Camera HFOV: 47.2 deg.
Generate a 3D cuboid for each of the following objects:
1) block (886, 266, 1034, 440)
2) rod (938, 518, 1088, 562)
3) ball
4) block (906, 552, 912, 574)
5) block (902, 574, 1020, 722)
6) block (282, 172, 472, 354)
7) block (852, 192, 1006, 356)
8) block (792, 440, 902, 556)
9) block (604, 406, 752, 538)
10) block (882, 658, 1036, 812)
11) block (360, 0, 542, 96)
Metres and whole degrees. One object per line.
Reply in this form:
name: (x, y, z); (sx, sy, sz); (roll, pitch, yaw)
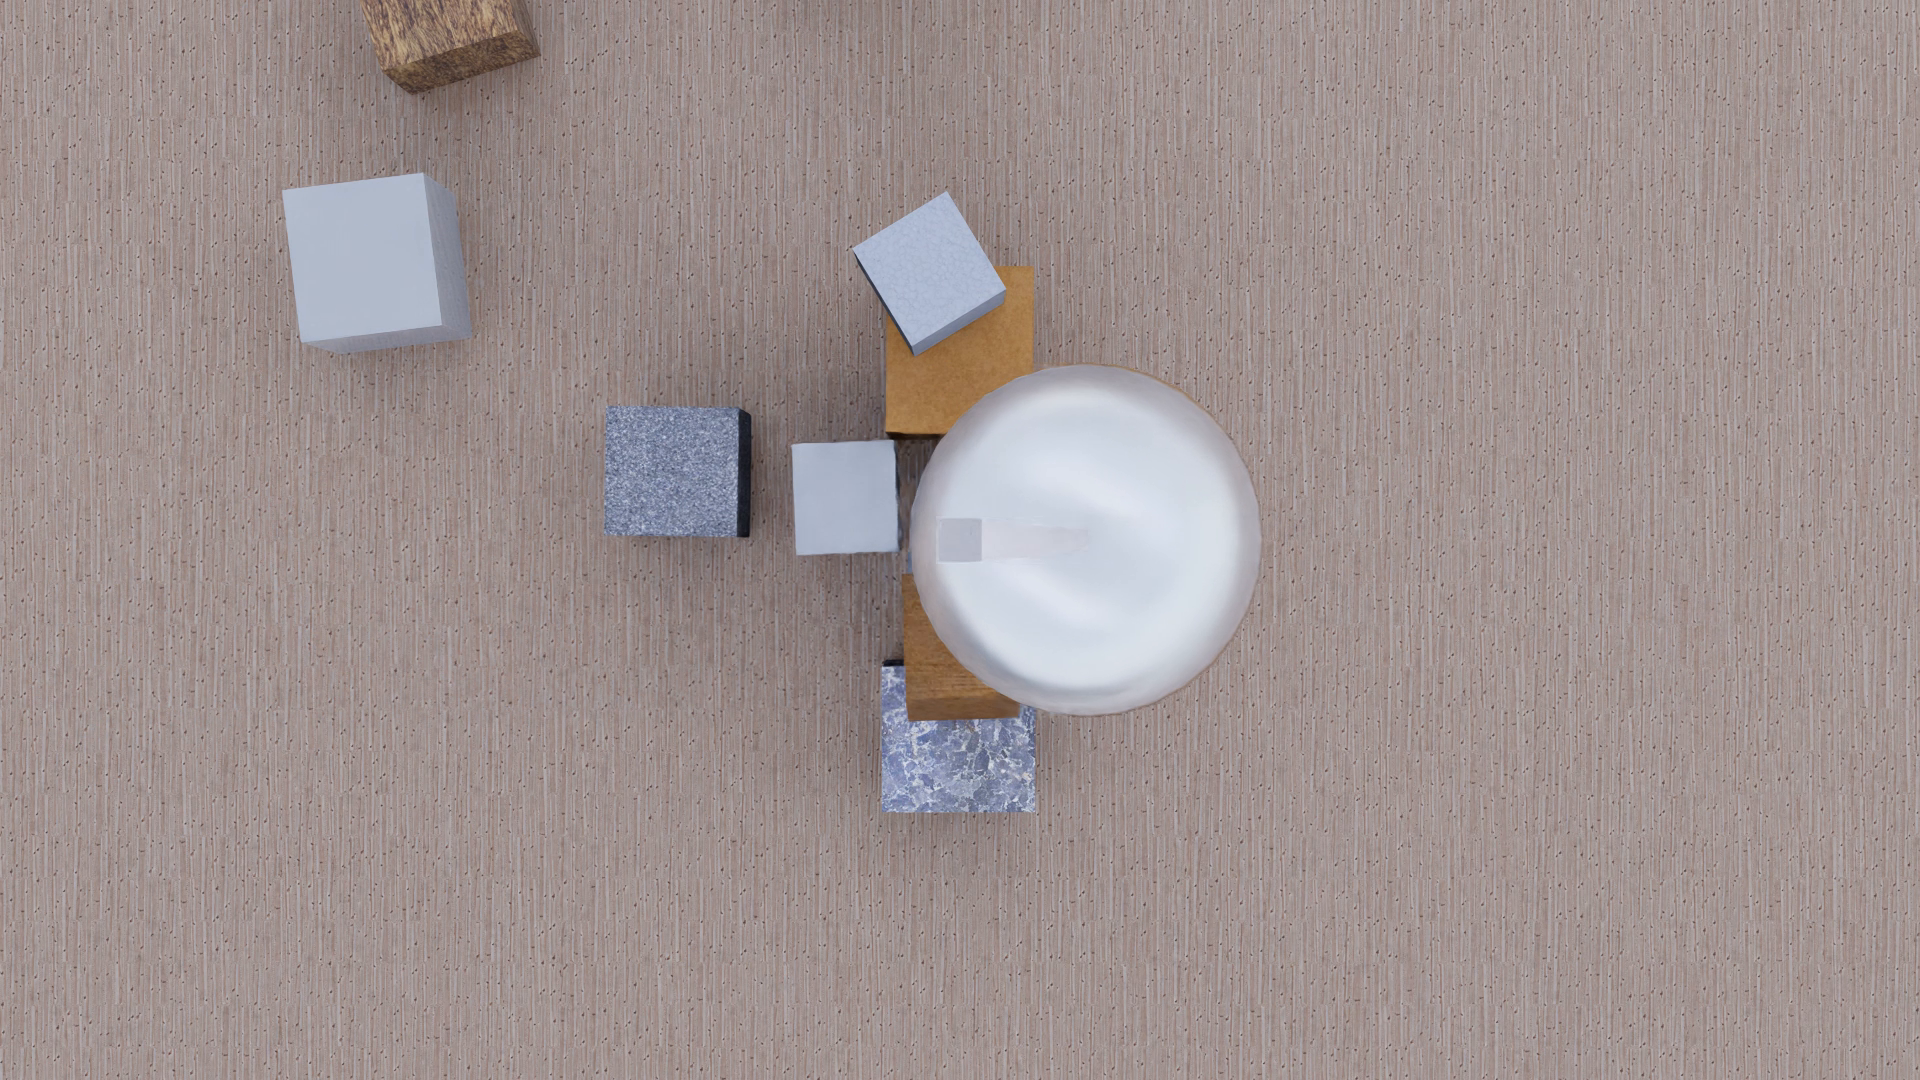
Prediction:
block: (0.000, -1.053, 12.573); (0.809, 0.854, 0.926); (1, 90, 0)
rod: (0.246, 0.000, 6.610); (0.080, 5.200, 0.080); (0, 90, 5)
ball: (0.567, 0.000, 9.995); (1.600, 1.600, 1.600); (0, 90, 0)
block: (0.034, 0.383, 12.650); (0.664, 0.700, 0.633); (0, 90, 0)
block: (0.006, 0.580, 11.894); (0.605, 0.659, 0.677); (-2, 75, 0)
block: (-3.325, -1.570, 12.615); (0.790, 0.771, 0.855); (-7, 90, 0)
block: (-0.160, -1.415, 11.806); (0.577, 0.679, 0.597); (-31, 90, 0)
block: (-0.645, -0.238, 12.676); (0.576, 0.647, 0.625); (-2, 90, 0)
block: (-1.607, -0.383, 12.626); (0.739, 0.748, 0.722); (1, 90, 0)
block: (-0.009, 1.107, 12.601); (0.850, 0.797, 0.808); (0, 90, 0)
block: (-2.974, -3.121, 12.664); (0.806, 0.672, 0.787); (-17, 90, 0)
